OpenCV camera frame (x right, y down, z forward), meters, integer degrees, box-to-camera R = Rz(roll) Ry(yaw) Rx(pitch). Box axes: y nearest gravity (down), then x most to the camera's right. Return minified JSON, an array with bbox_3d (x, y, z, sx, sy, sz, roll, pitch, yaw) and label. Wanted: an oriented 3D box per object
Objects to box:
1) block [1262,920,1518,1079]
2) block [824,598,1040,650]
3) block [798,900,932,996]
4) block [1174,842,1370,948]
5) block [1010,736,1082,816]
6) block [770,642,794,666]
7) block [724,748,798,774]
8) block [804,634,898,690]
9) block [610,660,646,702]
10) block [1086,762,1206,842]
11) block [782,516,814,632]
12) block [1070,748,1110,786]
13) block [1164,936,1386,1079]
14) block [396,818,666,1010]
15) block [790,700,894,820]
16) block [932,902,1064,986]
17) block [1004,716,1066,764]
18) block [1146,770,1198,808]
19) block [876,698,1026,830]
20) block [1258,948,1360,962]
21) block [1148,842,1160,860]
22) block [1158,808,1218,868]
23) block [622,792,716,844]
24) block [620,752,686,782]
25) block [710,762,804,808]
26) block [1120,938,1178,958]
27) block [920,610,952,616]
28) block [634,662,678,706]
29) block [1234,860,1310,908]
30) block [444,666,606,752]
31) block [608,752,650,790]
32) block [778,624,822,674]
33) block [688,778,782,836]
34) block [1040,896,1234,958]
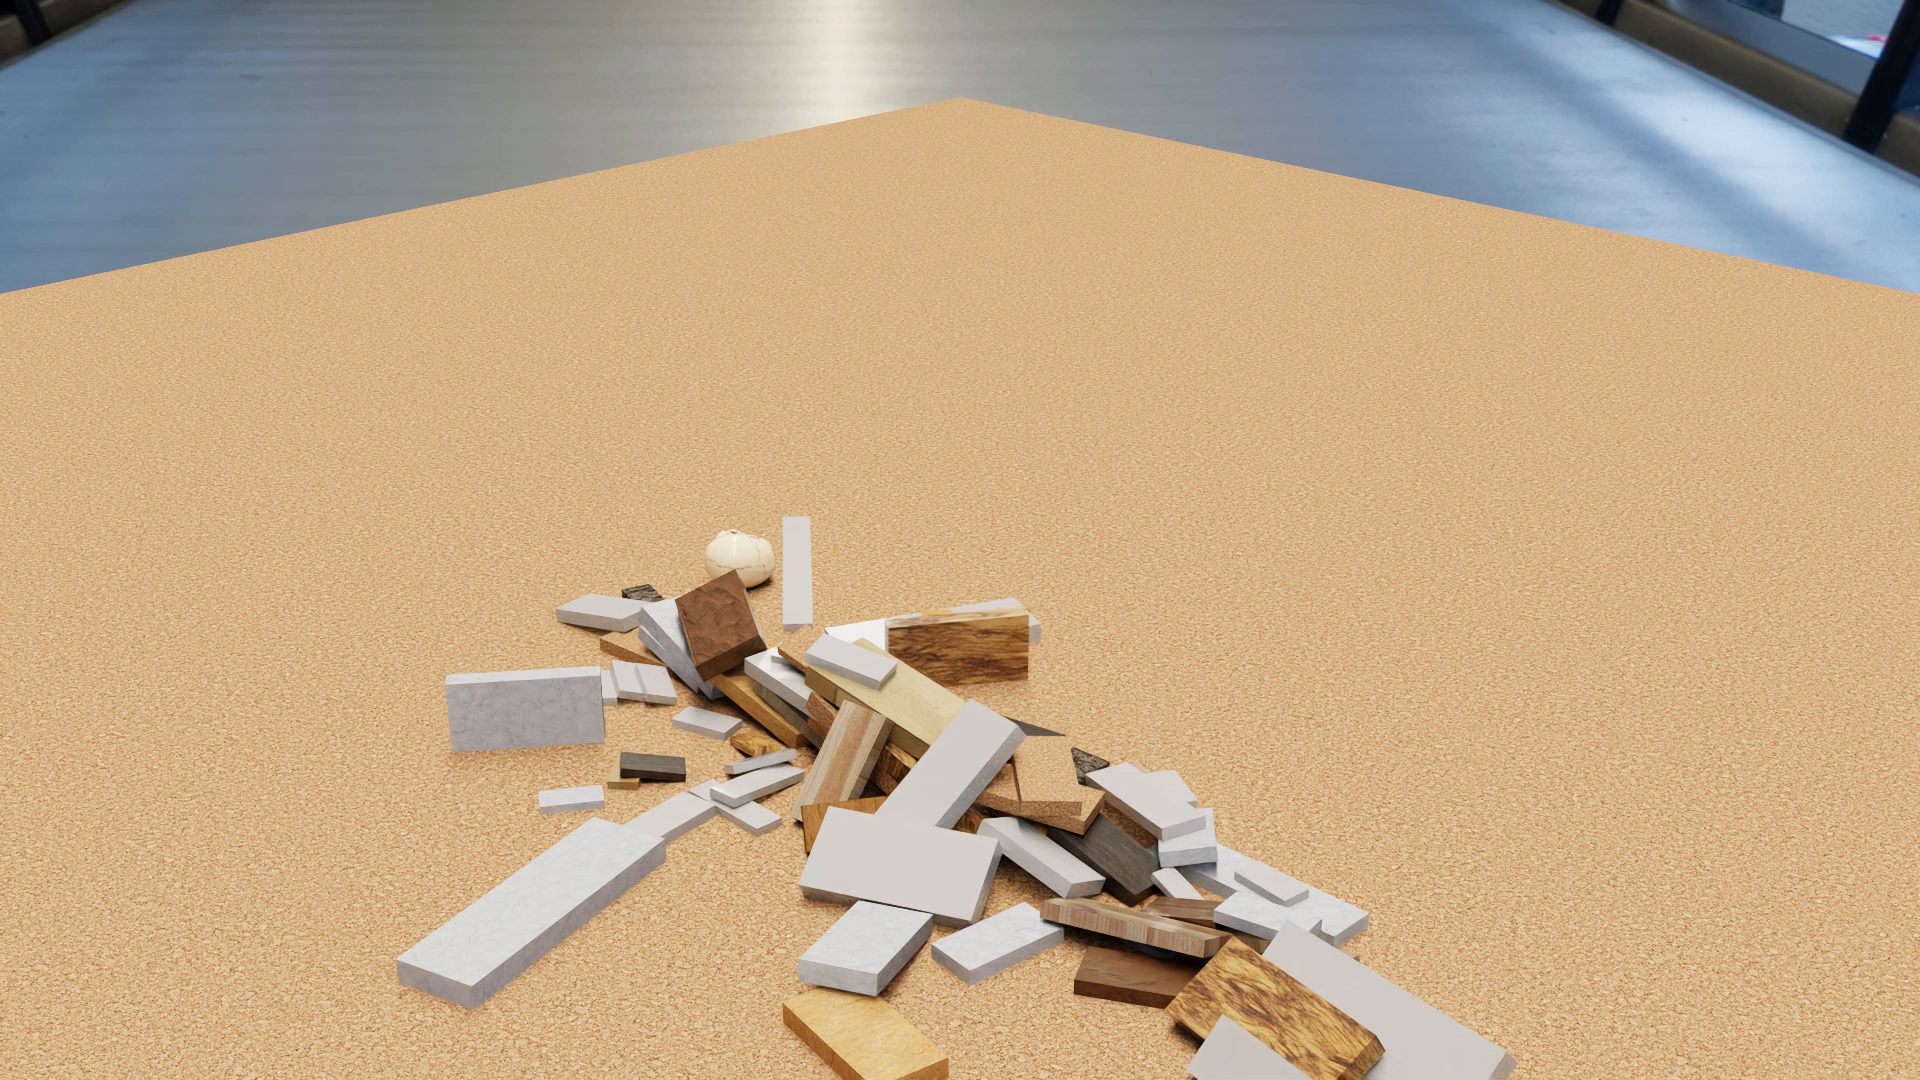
[{"bbox_3d":[0.677,0.815,3.647,0.481,0.049,0.174,27,76,47],"label":"block"},{"bbox_3d":[-0.064,0.223,5.176,0.482,0.046,0.162,-9,24,-20],"label":"block"},{"bbox_3d":[-0.166,0.726,3.928,0.146,0.041,0.292,8,14,17],"label":"block"},{"bbox_3d":[0.574,0.663,4.159,0.402,0.031,0.109,21,31,40],"label":"block"},{"bbox_3d":[0.166,0.459,4.300,0.116,0.033,0.232,2,27,-6],"label":"block"},{"bbox_3d":[-0.342,0.253,4.745,0.120,0.017,0.060,11,28,13],"label":"block"},{"bbox_3d":[-0.417,0.463,4.599,0.139,0.020,0.070,-13,0,-21],"label":"block"},{"bbox_3d":[-0.225,0.251,4.540,0.172,0.024,0.086,20,32,16],"label":"block"},{"bbox_3d":[-0.744,0.317,4.951,0.069,0.020,0.139,11,23,-22],"label":"block"},{"bbox_3d":[0.367,0.518,4.378,0.097,0.027,0.323,-14,19,-21],"label":"block"},{"bbox_3d":[-0.411,0.078,5.551,0.072,0.020,0.672,-2,23,-4],"label":"block"},{"bbox_3d":[0.214,0.492,4.566,0.097,0.027,0.193,19,29,37],"label":"block"},{"bbox_3d":[0.521,0.816,3.666,0.174,0.049,0.348,-44,39,-14],"label":"block"},{"bbox_3d":[-0.785,0.683,4.089,0.173,0.049,0.567,12,26,26],"label":"block"},{"bbox_3d":[-0.236,0.458,4.403,0.116,0.257,0.033,19,-11,37],"label":"block"},{"bbox_3d":[0.069,0.732,3.996,0.221,0.031,0.111,-17,29,-35],"label":"block"},{"bbox_3d":[0.030,0.411,4.682,0.346,0.049,0.173,15,16,29],"label":"block"},{"bbox_3d":[0.428,0.509,4.466,0.066,0.019,0.131,-6,24,-15],"label":"block"},{"bbox_3d":[-0.042,0.487,4.284,0.375,0.041,0.146,-50,42,-13],"label":"block"},{"bbox_3d":[0.587,0.745,3.900,0.110,0.031,0.221,-18,17,-40],"label":"block"},{"bbox_3d":[0.397,0.613,4.298,0.052,0.015,0.103,19,29,37],"label":"block"},{"bbox_3d":[0.441,0.577,4.271,0.109,0.031,0.219,-8,12,6],"label":"block"},{"bbox_3d":[-0.584,0.563,4.401,0.090,0.026,0.181,17,28,34],"label":"block"},{"bbox_3d":[-0.641,0.473,4.585,0.135,0.019,0.067,7,24,-13],"label":"block"},{"bbox_3d":[-0.416,0.501,4.521,0.070,0.020,0.207,18,22,36],"label":"block"},{"bbox_3d":[0.350,0.733,4.013,0.103,0.015,0.052,19,30,38],"label":"block"},{"bbox_3d":[-0.044,0.203,5.139,0.072,0.020,0.144,-4,23,-9],"label":"block"},{"bbox_3d":[-0.683,0.323,4.934,0.069,0.020,0.139,10,23,-25],"label":"block"},{"bbox_3d":[0.585,0.647,4.132,0.066,0.019,0.131,-17,28,-35],"label":"block"},{"bbox_3d":[-0.928,0.361,4.702,0.323,0.162,0.046,-3,23,-7],"label":"block"},{"bbox_3d":[-0.693,0.482,4.601,0.065,0.018,0.130,1,23,3],"label":"block"},{"bbox_3d":[-0.298,0.253,4.677,0.172,0.024,0.086,33,55,30],"label":"block"},{"bbox_3d":[-0.457,0.542,4.459,0.065,0.018,0.220,-21,31,-40],"label":"block"},{"bbox_3d":[0.317,0.698,3.979,0.336,0.031,0.111,8,2,33],"label":"block"}]
